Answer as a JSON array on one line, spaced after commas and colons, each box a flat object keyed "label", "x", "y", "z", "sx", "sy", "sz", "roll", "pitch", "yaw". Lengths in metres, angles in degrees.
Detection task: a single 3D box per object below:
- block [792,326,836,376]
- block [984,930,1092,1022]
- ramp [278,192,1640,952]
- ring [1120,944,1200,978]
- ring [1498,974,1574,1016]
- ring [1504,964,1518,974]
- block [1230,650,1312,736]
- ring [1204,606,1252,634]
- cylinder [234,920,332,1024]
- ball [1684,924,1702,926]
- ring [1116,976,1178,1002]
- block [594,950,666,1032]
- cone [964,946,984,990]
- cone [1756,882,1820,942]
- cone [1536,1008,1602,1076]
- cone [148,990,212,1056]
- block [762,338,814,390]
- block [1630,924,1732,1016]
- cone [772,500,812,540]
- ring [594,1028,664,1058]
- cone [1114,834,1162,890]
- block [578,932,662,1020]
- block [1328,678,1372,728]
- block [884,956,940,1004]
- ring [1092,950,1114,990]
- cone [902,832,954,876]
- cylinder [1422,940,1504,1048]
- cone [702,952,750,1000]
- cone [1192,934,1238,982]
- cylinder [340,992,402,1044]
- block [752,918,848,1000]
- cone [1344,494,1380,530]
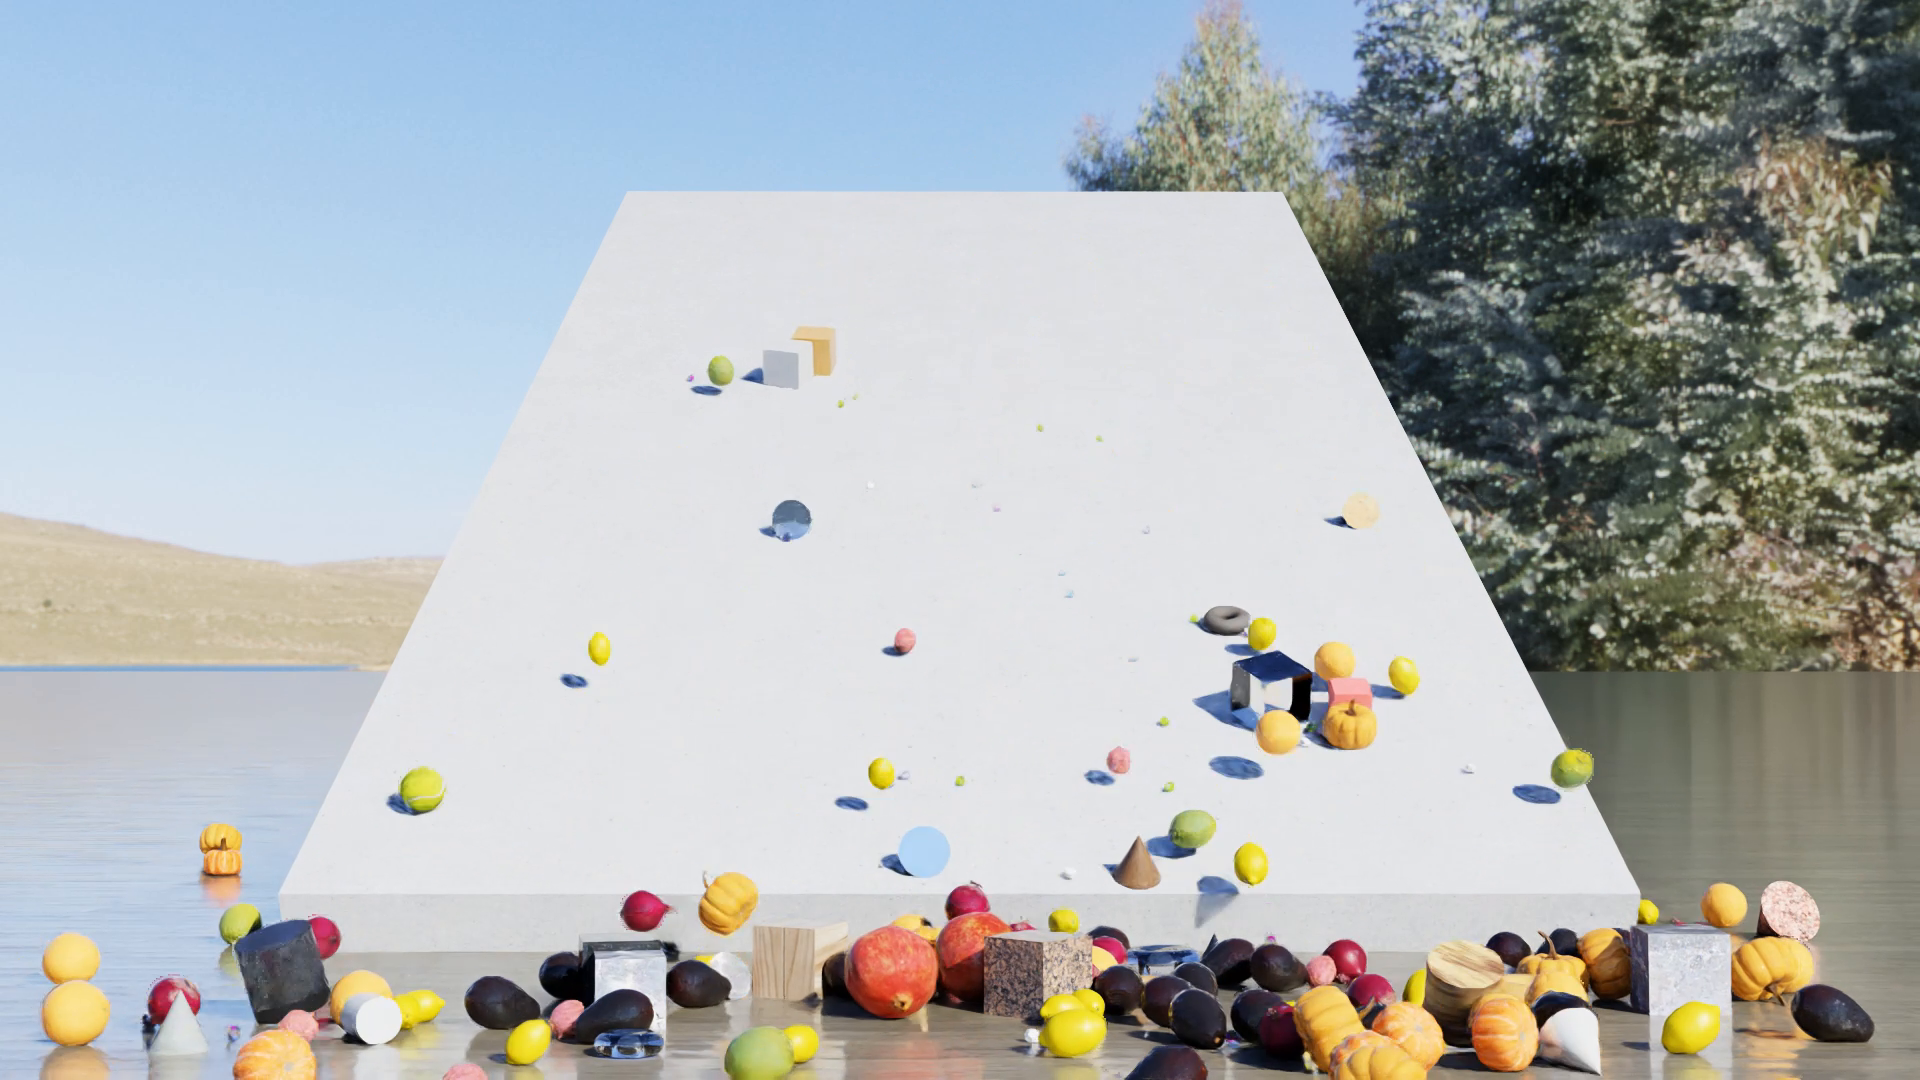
[{"label": "block", "x": -0.349, "y": -0.451, "z": 5.532, "sx": 0.092, "sy": 0.092, "sz": 0.092, "roll": 3, "pitch": 23, "yaw": 6}, {"label": "block", "x": 0.096, "y": 0.531, "z": 2.832, "sx": 0.094, "sy": 0.094, "sz": 0.094, "roll": -3, "pitch": -4, "yaw": 42}, {"label": "ramp", "x": -0.008, "y": -0.226, "z": 5.255, "sx": 2.000, "sy": 0.100, "sz": 4.000, "roll": 0, "pitch": 23, "yaw": 0}, {"label": "ring", "x": 0.275, "y": 0.579, "z": 3.178, "sx": 0.113, "sy": 0.038, "sz": 0.113, "roll": -1, "pitch": -3, "yaw": 0}, {"label": "ring", "x": 0.697, "y": 0.560, "z": 2.853, "sx": 0.117, "sy": 0.039, "sz": 0.117, "roll": 1, "pitch": -2, "yaw": 0}, {"label": "ring", "x": 0.667, "y": 0.569, "z": 2.995, "sx": 0.114, "sy": 0.038, "sz": 0.114, "roll": 0, "pitch": -3, "yaw": 0}, {"label": "block", "x": 0.522, "y": 0.256, "z": 3.893, "sx": 0.095, "sy": 0.095, "sz": 0.095, "roll": -12, "pitch": 26, "yaw": -27}, {"label": "ring", "x": 0.489, "y": 0.146, "z": 4.231, "sx": 0.087, "sy": 0.029, "sz": 0.087, "roll": -1, "pitch": 24, "yaw": 0}, {"label": "cylinder", "x": -0.811, "y": 0.517, "z": 2.774, "sx": 0.092, "sy": 0.092, "sz": 0.092, "roll": -12, "pitch": 12, "yaw": 2}, {"label": "ball", "x": 0.976, "y": 0.551, "z": 3.076, "sx": 0.081, "sy": 0.081, "sz": 0.081, "roll": 0, "pitch": -3, "yaw": 0}, {"label": "ring", "x": 0.238, "y": 0.572, "z": 2.950, "sx": 0.080, "sy": 0.027, "sz": 0.080, "roll": 1, "pitch": -2, "yaw": 0}, {"label": "block", "x": -0.392, "y": 0.533, "z": 2.743, "sx": 0.082, "sy": 0.082, "sz": 0.082, "roll": 1, "pitch": -3, "yaw": -10}, {"label": "cone", "x": 0.033, "y": 0.563, "z": 3.069, "sx": 0.057, "sy": 0.057, "sz": 0.057, "roll": 0, "pitch": -3, "yaw": 0}, {"label": "cone", "x": 1.274, "y": 0.599, "z": 3.629, "sx": 0.099, "sy": 0.099, "sz": 0.099, "roll": 1, "pitch": -30, "yaw": -16}, {"label": "cone", "x": 0.655, "y": 0.541, "z": 2.429, "sx": 0.072, "sy": 0.072, "sz": 0.072, "roll": 1, "pitch": 23, "yaw": -17}, {"label": "cone", "x": -0.863, "y": 0.530, "z": 2.562, "sx": 0.067, "sy": 0.067, "sz": 0.067, "roll": 0, "pitch": -3, "yaw": 0}, {"label": "block", "x": -0.404, "y": -0.415, "z": 5.452, "sx": 0.090, "sy": 0.090, "sz": 0.090, "roll": 8, "pitch": 25, "yaw": 17}, {"label": "block", "x": 0.890, "y": 0.531, "z": 2.864, "sx": 0.098, "sy": 0.098, "sz": 0.098, "roll": 0, "pitch": -3, "yaw": 4}, {"label": "cone", "x": -0.337, "y": -0.038, "z": 4.645, "sx": 0.080, "sy": 0.080, "sz": 0.080, "roll": 0, "pitch": -3, "yaw": -2}, {"label": "ring", "x": -0.362, "y": 0.550, "z": 2.532, "sx": 0.076, "sy": 0.025, "sz": 0.076, "roll": 0, "pitch": -4, "yaw": 0}, {"label": "cone", "x": 0.264, "y": 0.468, "z": 3.429, "sx": 0.072, "sy": 0.072, "sz": 0.072, "roll": 0, "pitch": 23, "yaw": 0}, {"label": "block", "x": -0.416, "y": 0.532, "z": 2.829, "sx": 0.093, "sy": 0.093, "sz": 0.093, "roll": 1, "pitch": -3, "yaw": -12}, {"label": "block", "x": 0.655, "y": 0.274, "z": 3.894, "sx": 0.062, "sy": 0.062, "sz": 0.062, "roll": 0, "pitch": 23, "yaw": 0}, {"label": "block", "x": -0.060, "y": 0.558, "z": 2.937, "sx": 0.052, "sy": 0.052, "sz": 0.052, "roll": -2, "pitch": -3, "yaw": 27}, {"label": "ring", "x": 0.135, "y": 0.569, "z": 3.067, "sx": 0.139, "sy": 0.046, "sz": 0.139, "roll": 1, "pitch": -4, "yaw": 0}, {"label": "cone", "x": -0.054, "y": 0.465, "z": 3.480, "sx": 0.077, "sy": 0.077, "sz": 0.077, "roll": 0, "pitch": 9, "yaw": -8}, {"label": "cylinder", "x": 0.559, "y": 0.505, "z": 2.579, "sx": 0.083, "sy": 0.083, "sz": 0.083, "roll": -1, "pitch": 29, "yaw": 0}, {"label": "cone", "x": -0.313, "y": 0.572, "z": 2.977, "sx": 0.064, "sy": 0.064, "sz": 0.064, "roll": 3, "pitch": -31, "yaw": -44}, {"label": "cone", "x": 0.346, "y": 0.565, "z": 3.149, "sx": 0.061, "sy": 0.061, "sz": 0.061, "roll": 0, "pitch": -3, "yaw": 0}, {"label": "cylinder", "x": -0.666, "y": 0.540, "z": 2.620, "sx": 0.053, "sy": 0.053, "sz": 0.053, "roll": 2, "pitch": -4, "yaw": -33}, {"label": "block", "x": -0.206, "y": 0.542, "z": 2.997, "sx": 0.090, "sy": 0.090, "sz": 0.090, "roll": -1, "pitch": -3, "yaw": 25}, {"label": "cone", "x": 0.806, "y": -0.056, "z": 4.695, "sx": 0.075, "sy": 0.075, "sz": 0.075, "roll": 0, "pitch": -1, "yaw": -2}]
